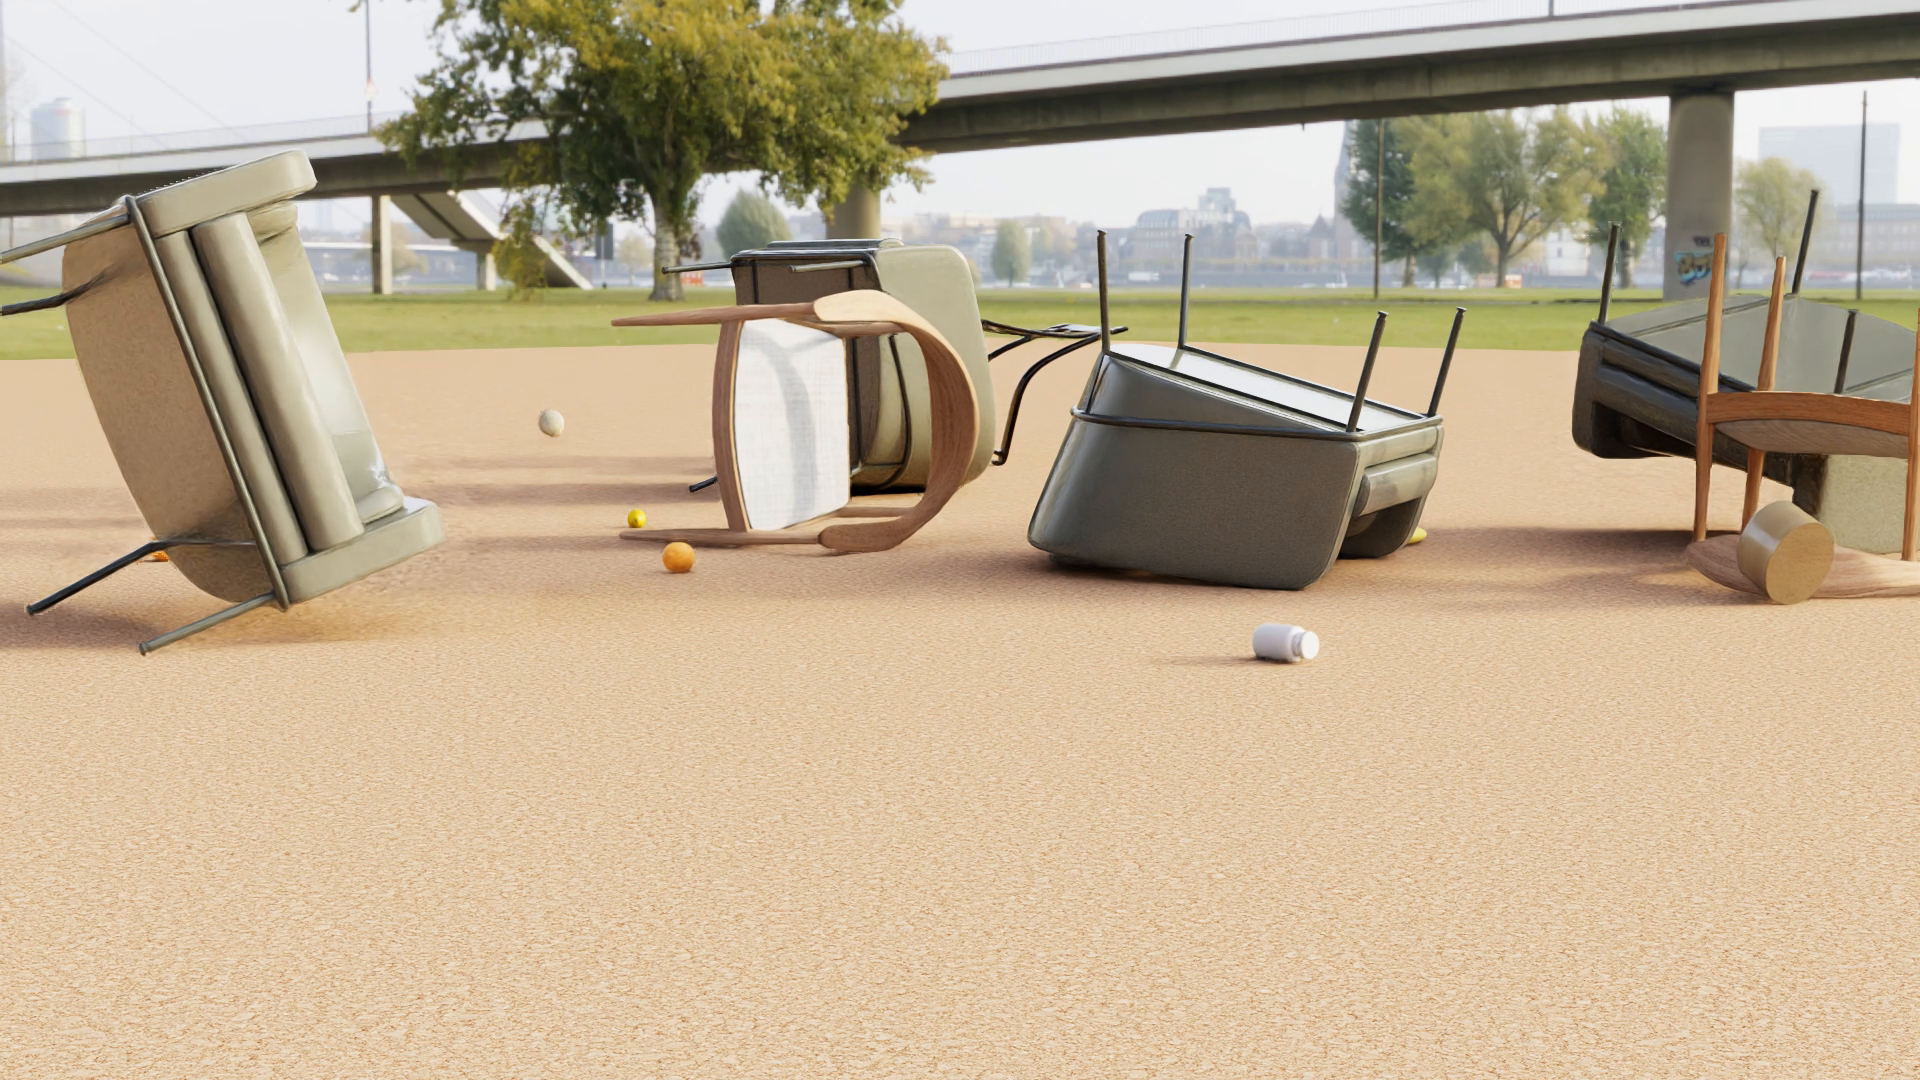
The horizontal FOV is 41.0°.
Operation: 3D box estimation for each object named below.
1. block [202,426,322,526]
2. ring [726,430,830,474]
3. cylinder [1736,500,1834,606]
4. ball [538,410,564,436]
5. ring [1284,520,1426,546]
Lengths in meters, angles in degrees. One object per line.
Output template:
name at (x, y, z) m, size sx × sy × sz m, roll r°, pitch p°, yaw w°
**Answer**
block at (-1.872, -0.173, 6.892) m, size 0.150 × 0.245 × 0.278 m, roll 3°, pitch 7°, yaw 31°
ring at (-0.615, -0.298, 8.661) m, size 0.345 × 0.135 × 0.348 m, roll 6°, pitch 7°, yaw 40°
cylinder at (1.666, 0.026, 5.182) m, size 0.128 × 0.180 × 0.148 m, roll 20°, pitch 15°, yaw -12°
ball at (-1.683, -0.482, 10.570) m, size 0.106 × 0.106 × 0.106 m, roll 0°, pitch 6°, yaw 0°
ring at (0.981, -0.019, 6.384) m, size 0.358 × 0.044 × 0.277 m, roll 3°, pitch 6°, yaw 22°
